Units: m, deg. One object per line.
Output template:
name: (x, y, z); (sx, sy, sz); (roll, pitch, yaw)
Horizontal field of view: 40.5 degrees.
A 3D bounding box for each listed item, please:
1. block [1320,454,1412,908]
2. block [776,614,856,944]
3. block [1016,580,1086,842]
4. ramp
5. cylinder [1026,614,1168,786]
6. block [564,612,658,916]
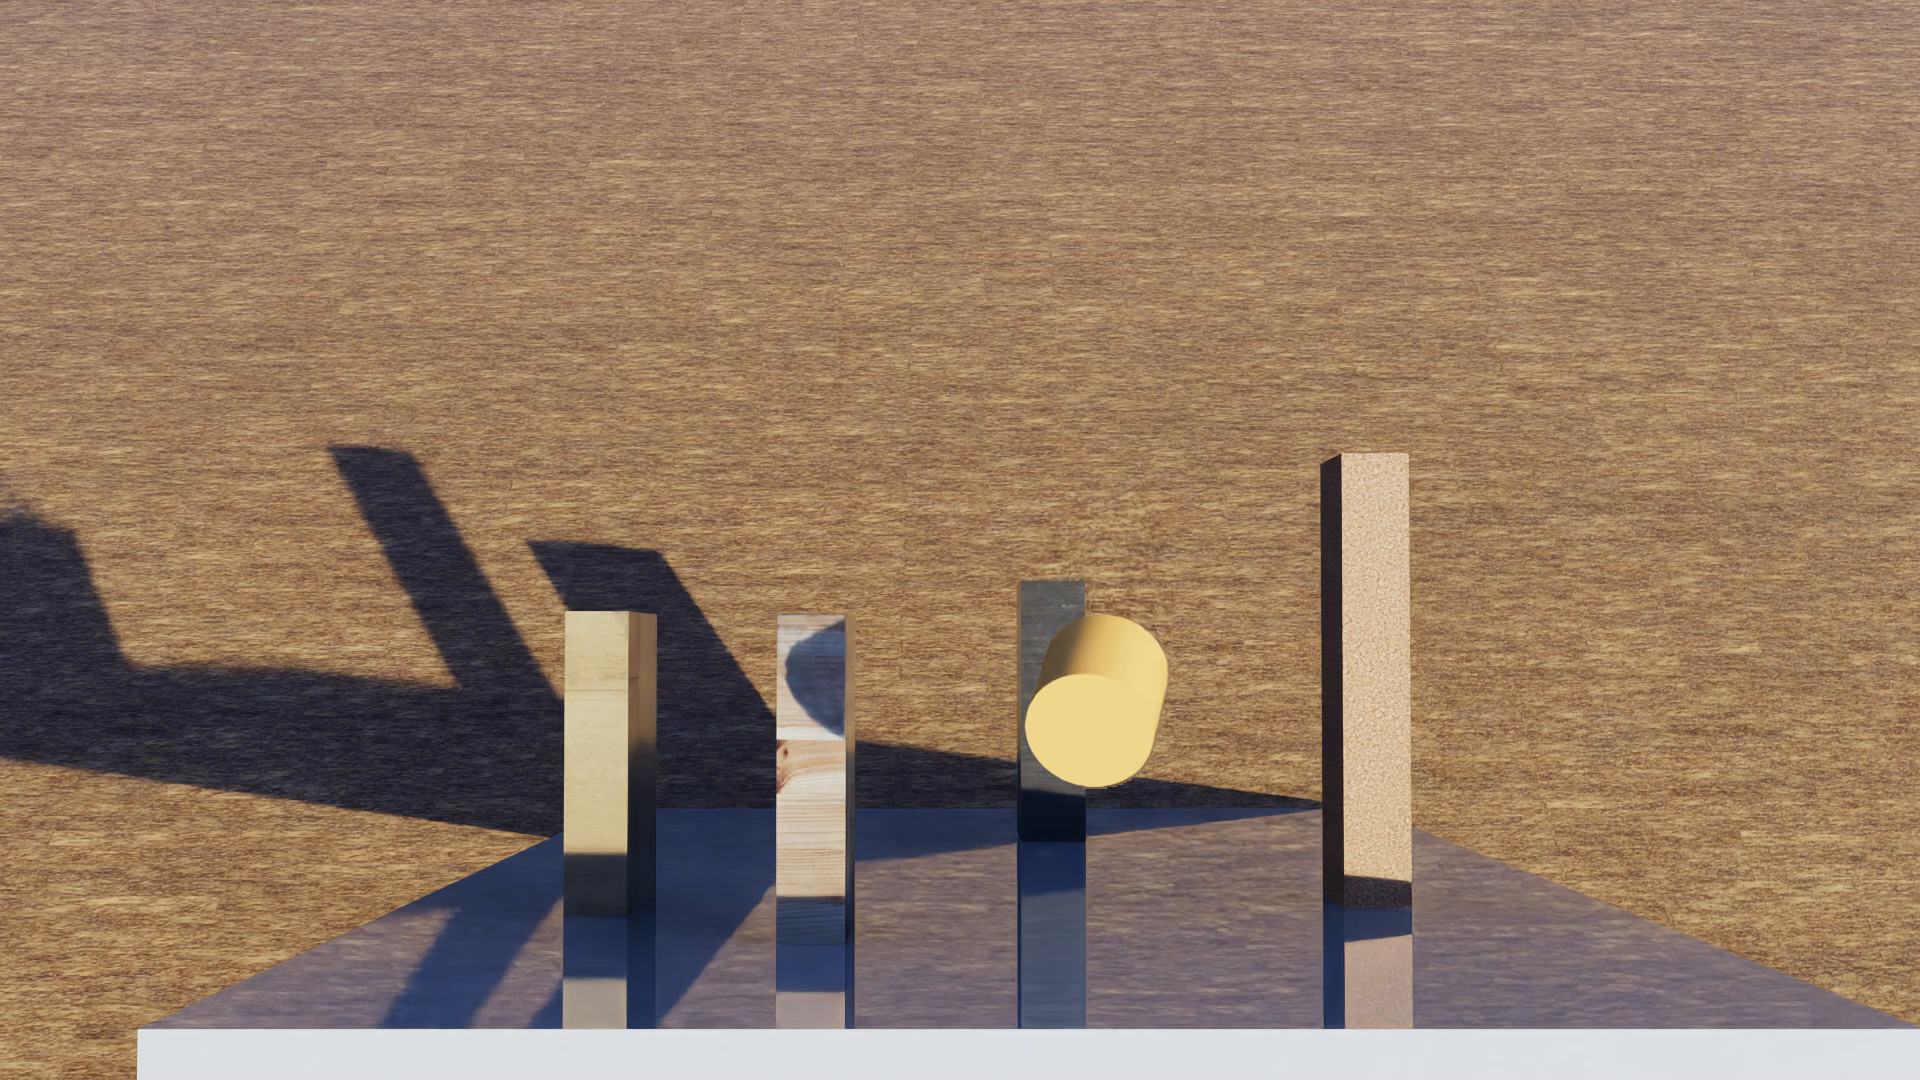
block: (0.685, 0.235, 4.404); (0.111, 0.747, 0.254); (0, -2, 0)
block: (-0.215, 0.352, 3.926); (0.099, 0.475, 0.339); (0, -2, 0)
block: (0.205, 0.385, 5.918); (0.142, 0.574, 0.389); (0, -2, 0)
ramp: (0.080, 0.680, 4.904); (2.000, 0.100, 4.000); (0, -2, 0)
cylinder: (0.176, 0.203, 3.311); (0.161, 0.161, 0.161); (6, 26, 9)
block: (-0.581, 0.364, 4.346); (0.101, 0.485, 0.395); (0, -2, 0)
